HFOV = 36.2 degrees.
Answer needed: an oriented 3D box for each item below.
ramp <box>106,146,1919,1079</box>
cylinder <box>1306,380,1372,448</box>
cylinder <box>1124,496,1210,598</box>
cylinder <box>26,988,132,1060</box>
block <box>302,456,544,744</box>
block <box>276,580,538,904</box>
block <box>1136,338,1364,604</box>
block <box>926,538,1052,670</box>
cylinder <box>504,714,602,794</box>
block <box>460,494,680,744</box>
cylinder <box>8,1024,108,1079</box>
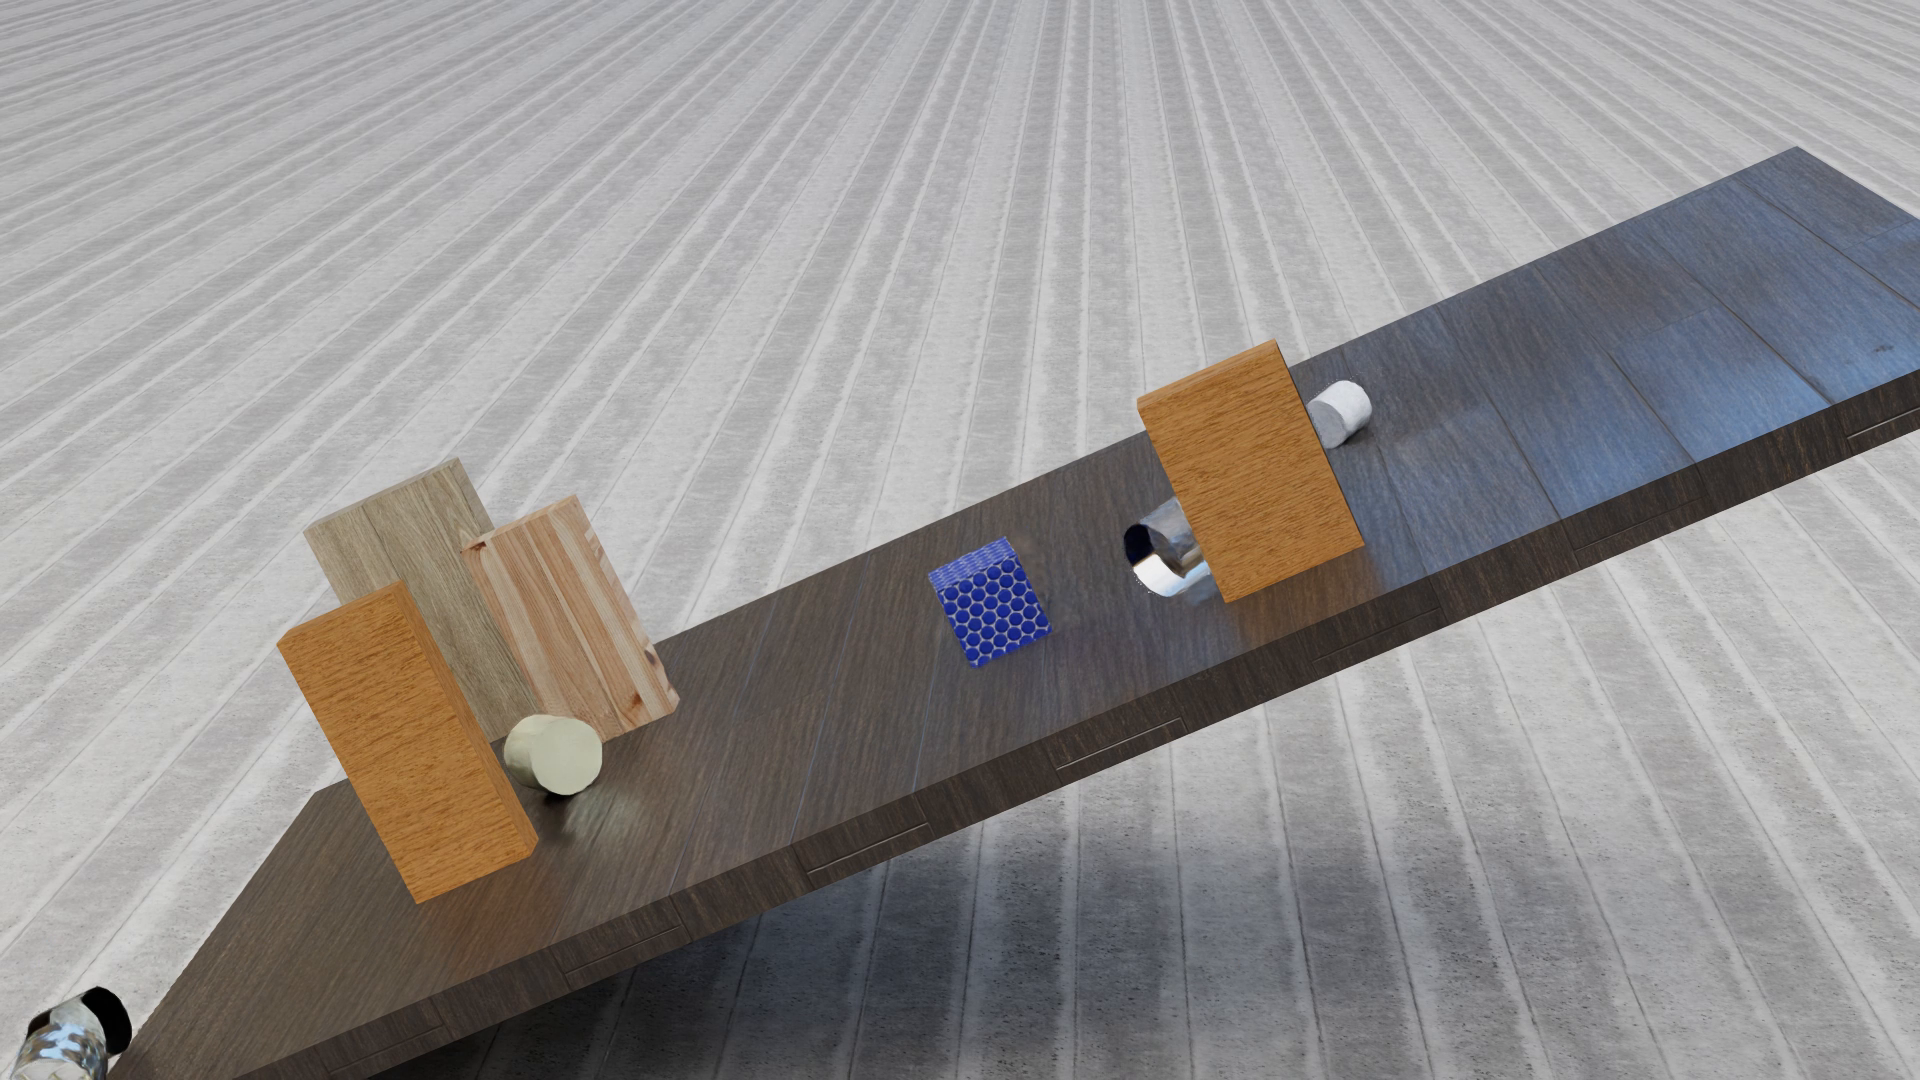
[{"bbox_3d":[0.134,0.169,6.283,4.000,0.100,2.000,-23,13,9],"label":"ramp"},{"bbox_3d":[0.801,-0.267,6.269,0.111,0.111,0.111,11,32,35],"label":"cylinder"},{"bbox_3d":[0.439,0.002,5.778,0.165,0.165,0.165,-33,32,-30],"label":"cylinder"},{"bbox_3d":[-1.813,1.017,6.057,0.147,0.147,0.147,-26,7,19],"label":"cylinder"},{"bbox_3d":[-1.256,0.180,7.151,0.401,0.660,0.095,-23,13,9],"label":"block"},{"bbox_3d":[-1.137,0.419,6.074,0.267,0.621,0.098,-23,13,9],"label":"block"},{"bbox_3d":[0.546,-0.129,5.537,0.283,0.412,0.095,-23,13,9],"label":"block"},{"bbox_3d":[0.058,0.127,5.972,0.178,0.178,0.178,-26,13,-1],"label":"block"},{"bbox_3d":[-0.890,0.468,6.432,0.166,0.166,0.166,-9,4,-29],"label":"cylinder"},{"bbox_3d":[-0.881,0.196,6.665,0.274,0.534,0.090,-23,13,9],"label":"block"},{"bbox_3d":[-1.755,1.053,5.714,0.174,0.174,0.174,-3,14,-9],"label":"cylinder"}]
